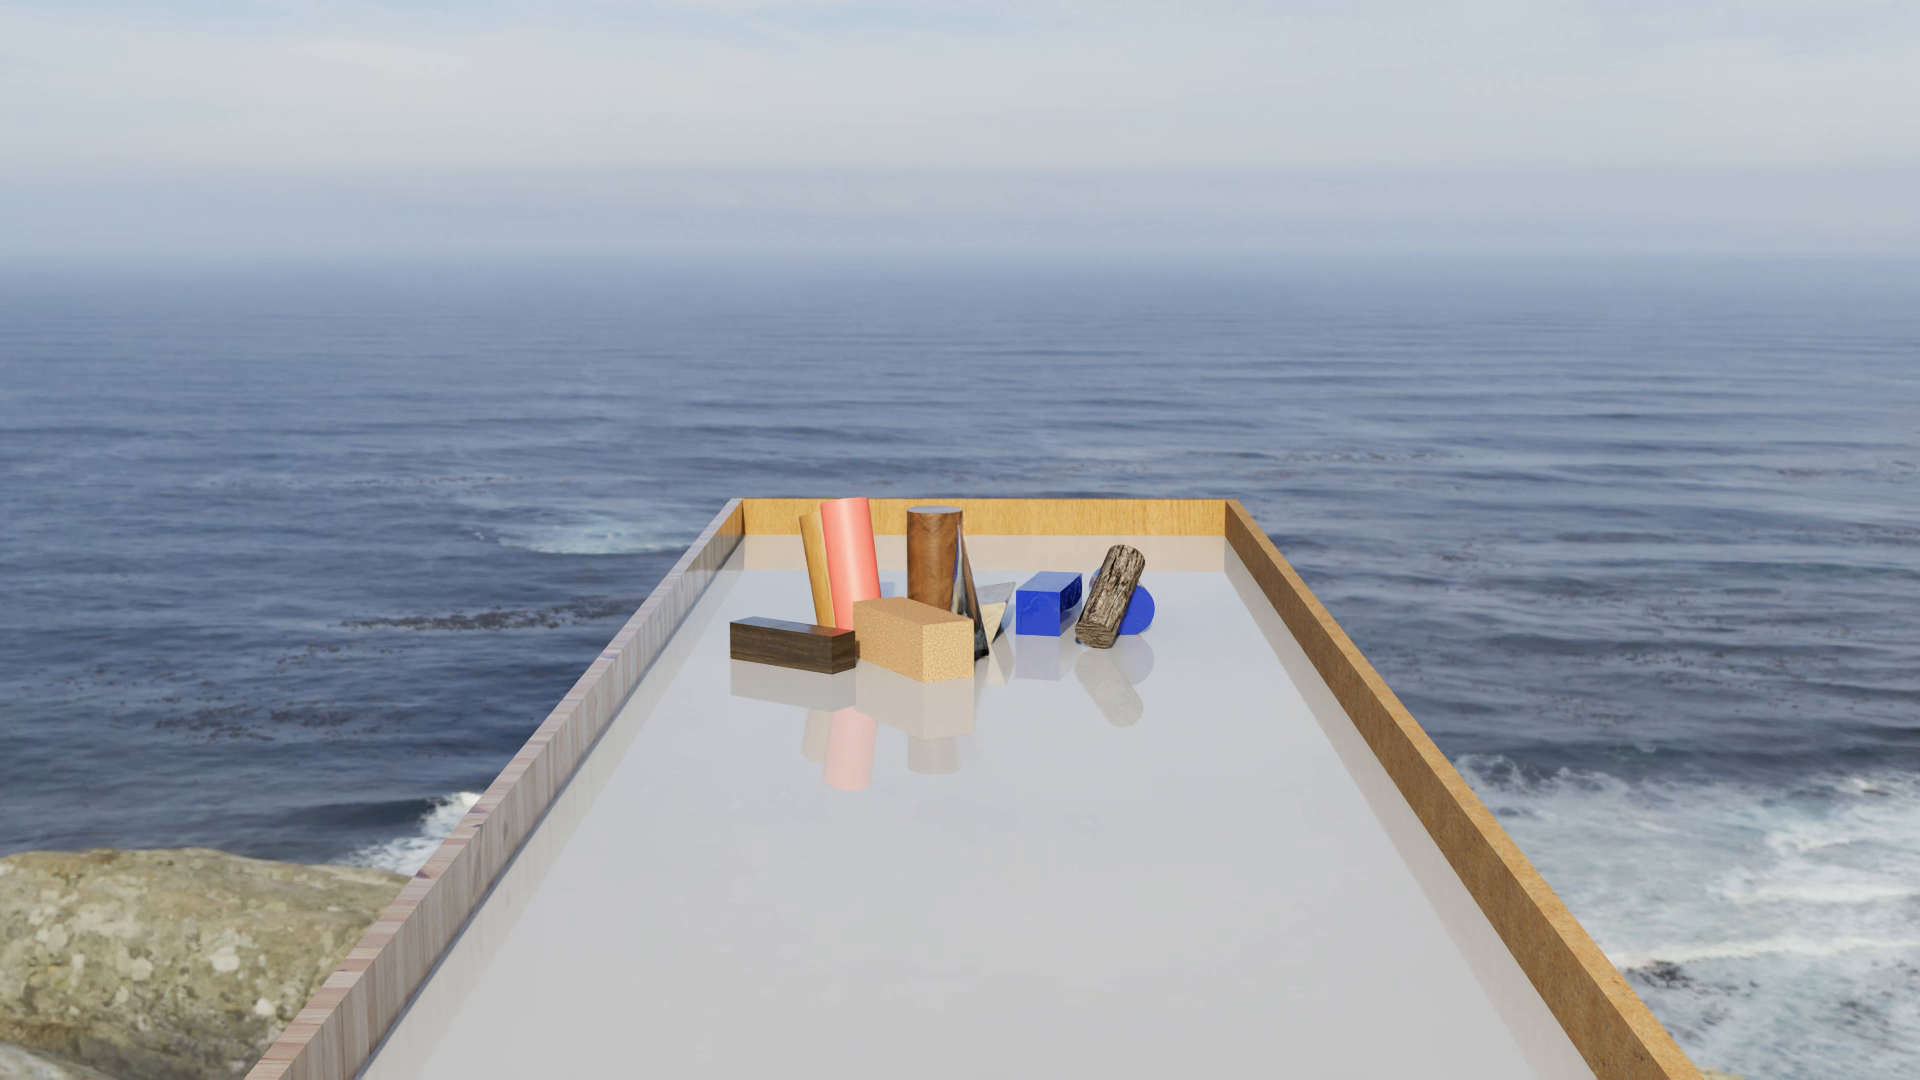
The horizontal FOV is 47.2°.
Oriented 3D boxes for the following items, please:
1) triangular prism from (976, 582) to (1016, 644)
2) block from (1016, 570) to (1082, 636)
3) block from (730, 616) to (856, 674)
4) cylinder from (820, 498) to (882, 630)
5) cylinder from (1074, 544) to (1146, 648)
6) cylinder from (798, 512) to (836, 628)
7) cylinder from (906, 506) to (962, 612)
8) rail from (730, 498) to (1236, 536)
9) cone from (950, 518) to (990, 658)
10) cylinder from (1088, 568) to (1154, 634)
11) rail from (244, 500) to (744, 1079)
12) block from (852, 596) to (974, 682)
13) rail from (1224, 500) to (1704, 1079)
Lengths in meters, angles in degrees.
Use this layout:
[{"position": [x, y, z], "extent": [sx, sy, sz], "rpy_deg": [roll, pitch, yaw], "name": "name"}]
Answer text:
[{"position": [0.116, 0.207, 7.095], "extent": [0.125, 0.144, 0.371], "rpy_deg": [-39, 3, 10], "name": "triangular prism"}, {"position": [0.295, 0.207, 7.239], "extent": [0.145, 0.145, 0.375], "rpy_deg": [2, 9, 14], "name": "block"}, {"position": [-0.508, 0.317, 6.647], "extent": [0.395, 0.114, 0.114], "rpy_deg": [6, 11, 34], "name": "block"}, {"position": [-0.334, 0.099, 6.885], "extent": [0.154, 0.444, 0.154], "rpy_deg": [-8, -6, -1], "name": "cylinder"}, {"position": [0.475, 0.176, 6.939], "extent": [0.126, 0.126, 0.340], "rpy_deg": [4, 45, 25], "name": "cylinder"}, {"position": [-0.413, 0.107, 7.010], "extent": [0.137, 0.391, 0.137], "rpy_deg": [-10, -5, -1], "name": "cylinder"}, {"position": [-0.080, 0.111, 6.974], "extent": [0.178, 0.419, 0.178], "rpy_deg": [0, 9, 0], "name": "cylinder"}, {"position": [0.099, -0.098, 9.147], "extent": [2.100, 0.150, 0.050], "rpy_deg": [0, 9, 1], "name": "rail"}, {"position": [0.011, 0.142, 6.728], "extent": [0.136, 0.424, 0.136], "rpy_deg": [-4, 6, 0], "name": "cone"}, {"position": [0.531, 0.193, 7.261], "extent": [0.167, 0.167, 0.391], "rpy_deg": [-1, 9, -3], "name": "cylinder"}, {"position": [-1.004, 0.839, 3.234], "extent": [0.050, 0.150, 12.000], "rpy_deg": [0, 9, 1], "name": "rail"}, {"position": [-0.144, 0.295, 6.604], "extent": [0.170, 0.170, 0.440], "rpy_deg": [-5, 10, -30], "name": "block"}, {"position": [1.046, 0.843, 3.208], "extent": [0.050, 0.150, 12.000], "rpy_deg": [0, 9, 1], "name": "rail"}]
